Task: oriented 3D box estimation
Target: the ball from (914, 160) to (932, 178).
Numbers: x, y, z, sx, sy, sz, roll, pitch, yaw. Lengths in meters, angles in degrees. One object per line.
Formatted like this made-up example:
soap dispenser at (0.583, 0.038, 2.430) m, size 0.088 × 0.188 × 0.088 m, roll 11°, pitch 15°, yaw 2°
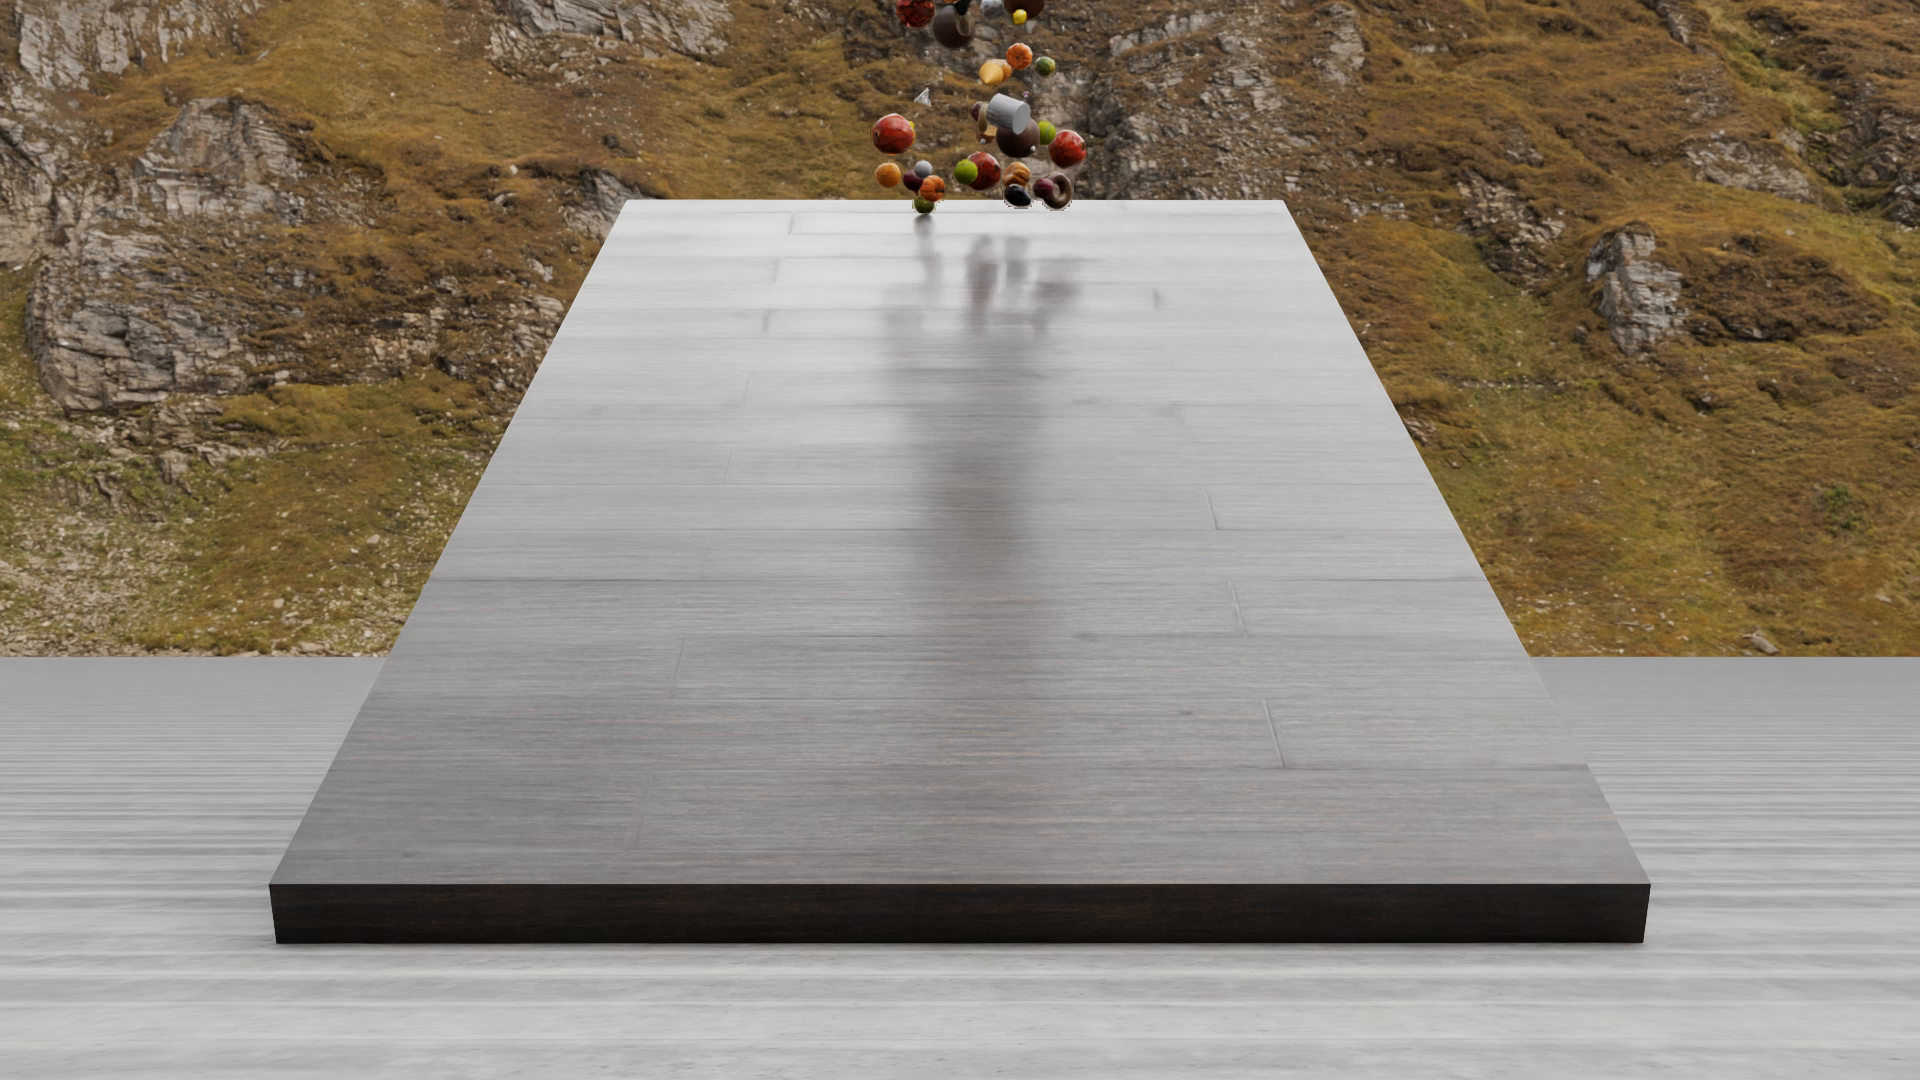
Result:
ball at (-0.103, -1.037, 6.451) m, size 0.051 × 0.051 × 0.051 m, roll 0°, pitch -3°, yaw 0°

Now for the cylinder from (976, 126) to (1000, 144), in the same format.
cylinder at (0.081, -1.212, 6.849) m, size 0.053 × 0.053 × 0.053 m, roll 2°, pitch -35°, yaw -29°

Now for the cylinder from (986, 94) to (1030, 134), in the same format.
cylinder at (0.137, -1.205, 6.520) m, size 0.091 × 0.091 × 0.091 m, roll 25°, pitch 9°, yaw 27°

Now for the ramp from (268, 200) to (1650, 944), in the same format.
ramp at (-0.007, -0.224, 5.200) m, size 2.000 × 0.100 × 4.000 m, roll 0°, pitch 23°, yaw 0°

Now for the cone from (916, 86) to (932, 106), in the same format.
cone at (-0.097, -1.273, 6.593) m, size 0.051 × 0.051 × 0.051 m, roll 21°, pitch 8°, yaw -3°

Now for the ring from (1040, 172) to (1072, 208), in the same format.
ring at (0.278, -1.011, 6.662) m, size 0.109 × 0.109 × 0.036 m, roll 2°, pitch -1°, yaw -38°

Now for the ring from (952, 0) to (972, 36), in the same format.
ring at (0.007, -1.542, 6.770) m, size 0.041 × 0.123 × 0.123 m, roll -12°, pitch -2°, yaw -2°

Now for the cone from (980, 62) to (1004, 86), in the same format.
cone at (0.082, -1.328, 6.634) m, size 0.072 × 0.072 × 0.072 m, roll -1°, pitch 31°, yaw 16°

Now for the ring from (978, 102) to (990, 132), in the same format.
ring at (0.071, -1.225, 6.683) m, size 0.030 × 0.090 × 0.090 m, roll 12°, pitch -2°, yaw 4°

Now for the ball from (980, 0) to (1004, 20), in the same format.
ball at (0.096, -1.574, 6.823) m, size 0.072 × 0.072 × 0.072 m, roll 0°, pitch -3°, yaw 0°
